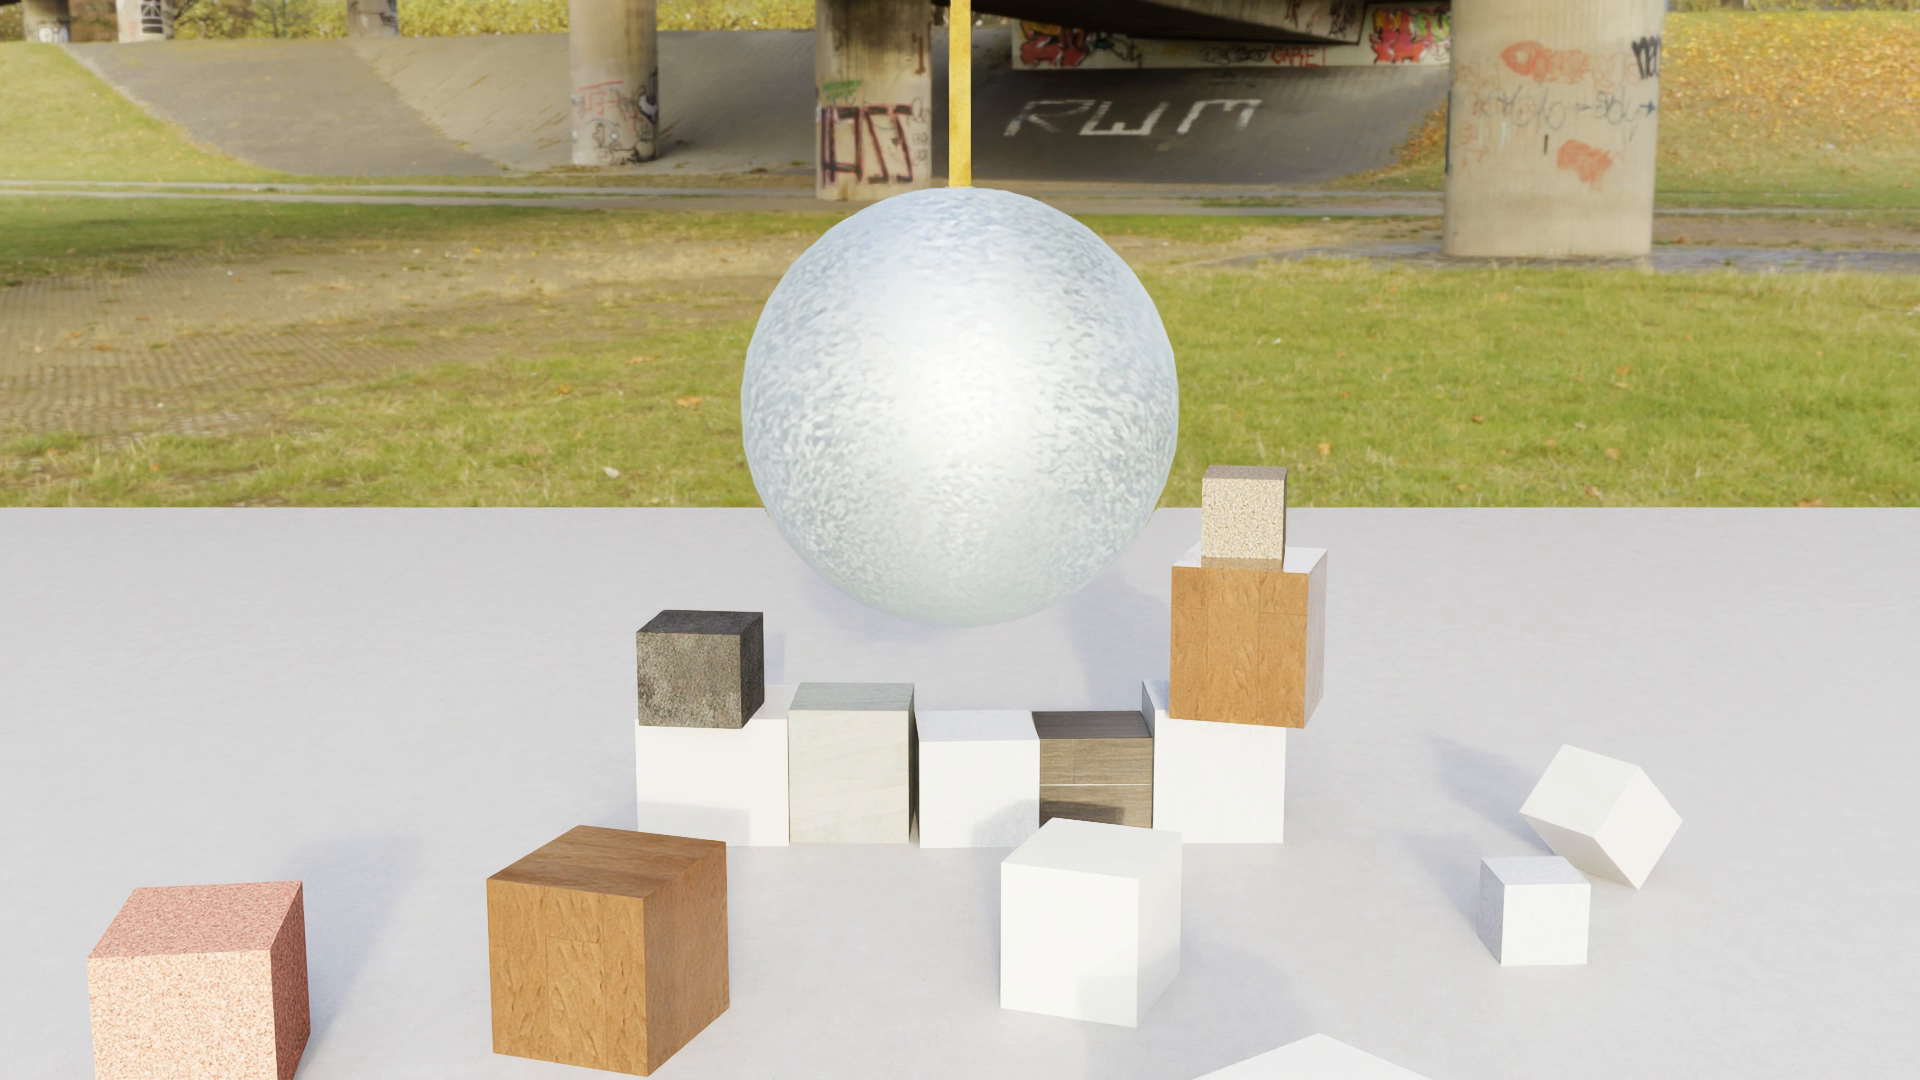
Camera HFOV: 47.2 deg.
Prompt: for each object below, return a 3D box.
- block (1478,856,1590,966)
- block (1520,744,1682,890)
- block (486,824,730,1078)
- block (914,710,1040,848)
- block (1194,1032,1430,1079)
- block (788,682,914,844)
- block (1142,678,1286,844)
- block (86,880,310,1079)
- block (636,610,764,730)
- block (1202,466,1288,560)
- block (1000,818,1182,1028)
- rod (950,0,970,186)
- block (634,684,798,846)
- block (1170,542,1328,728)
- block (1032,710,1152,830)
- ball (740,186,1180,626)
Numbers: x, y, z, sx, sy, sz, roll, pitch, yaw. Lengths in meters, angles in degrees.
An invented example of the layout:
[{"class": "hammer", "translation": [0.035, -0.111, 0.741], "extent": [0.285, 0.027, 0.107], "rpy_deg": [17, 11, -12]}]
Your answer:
[{"class": "block", "translation": [2.510, 1.621, 9.636], "extent": [0.372, 0.362, 0.372], "rpy_deg": [0, 10, -3]}, {"class": "block", "translation": [3.075, 1.325, 10.554], "extent": [0.459, 0.412, 0.465], "rpy_deg": [45, -16, -30]}, {"class": "block", "translation": [-1.382, 1.609, 8.729], "extent": [0.672, 0.710, 0.721], "rpy_deg": [4, 11, 19]}, {"class": "block", "translation": [0.079, 1.220, 11.318], "extent": [0.599, 0.551, 0.608], "rpy_deg": [-1, 10, -4]}, {"class": "block", "translation": [1.079, 1.998, 6.498], "extent": [0.676, 0.743, 0.685], "rpy_deg": [-8, 13, -38]}, {"class": "block", "translation": [-0.550, 1.142, 11.355], "extent": [0.601, 0.689, 0.581], "rpy_deg": [0, 10, 2]}, {"class": "block", "translation": [1.300, 1.134, 11.387], "extent": [0.658, 0.695, 0.649], "rpy_deg": [0, 10, -1]}, {"class": "block", "translation": [-2.849, 1.727, 8.299], "extent": [0.631, 0.633, 0.763], "rpy_deg": [-1, 10, -8]}, {"class": "block", "translation": [-1.295, 0.642, 11.036], "extent": [0.519, 0.473, 0.540], "rpy_deg": [1, 10, 7]}, {"class": "block", "translation": [1.437, -0.145, 11.091], "extent": [0.398, 0.394, 0.458], "rpy_deg": [2, 10, 10]}, {"class": "block", "translation": [0.553, 1.577, 9.155], "extent": [0.578, 0.622, 0.643], "rpy_deg": [4, 11, 21]}, {"class": "rod", "translation": [0.000, -3.681, 9.184], "extent": [0.080, 5.200, 0.080], "rpy_deg": [0, -20, 0]}, {"class": "block", "translation": [-1.240, 1.154, 11.380], "extent": [0.758, 0.657, 0.716], "rpy_deg": [0, 10, 0]}, {"class": "block", "translation": [1.447, 0.463, 10.992], "extent": [0.664, 0.768, 0.670], "rpy_deg": [3, 11, 17]}, {"class": "block", "translation": [0.676, 1.214, 11.402], "extent": [0.578, 0.532, 0.548], "rpy_deg": [0, 10, -2]}, {"class": "ball", "translation": [0.000, -0.483, 8.031], "extent": [1.600, 1.600, 1.600], "rpy_deg": [0, 10, 0]}]
